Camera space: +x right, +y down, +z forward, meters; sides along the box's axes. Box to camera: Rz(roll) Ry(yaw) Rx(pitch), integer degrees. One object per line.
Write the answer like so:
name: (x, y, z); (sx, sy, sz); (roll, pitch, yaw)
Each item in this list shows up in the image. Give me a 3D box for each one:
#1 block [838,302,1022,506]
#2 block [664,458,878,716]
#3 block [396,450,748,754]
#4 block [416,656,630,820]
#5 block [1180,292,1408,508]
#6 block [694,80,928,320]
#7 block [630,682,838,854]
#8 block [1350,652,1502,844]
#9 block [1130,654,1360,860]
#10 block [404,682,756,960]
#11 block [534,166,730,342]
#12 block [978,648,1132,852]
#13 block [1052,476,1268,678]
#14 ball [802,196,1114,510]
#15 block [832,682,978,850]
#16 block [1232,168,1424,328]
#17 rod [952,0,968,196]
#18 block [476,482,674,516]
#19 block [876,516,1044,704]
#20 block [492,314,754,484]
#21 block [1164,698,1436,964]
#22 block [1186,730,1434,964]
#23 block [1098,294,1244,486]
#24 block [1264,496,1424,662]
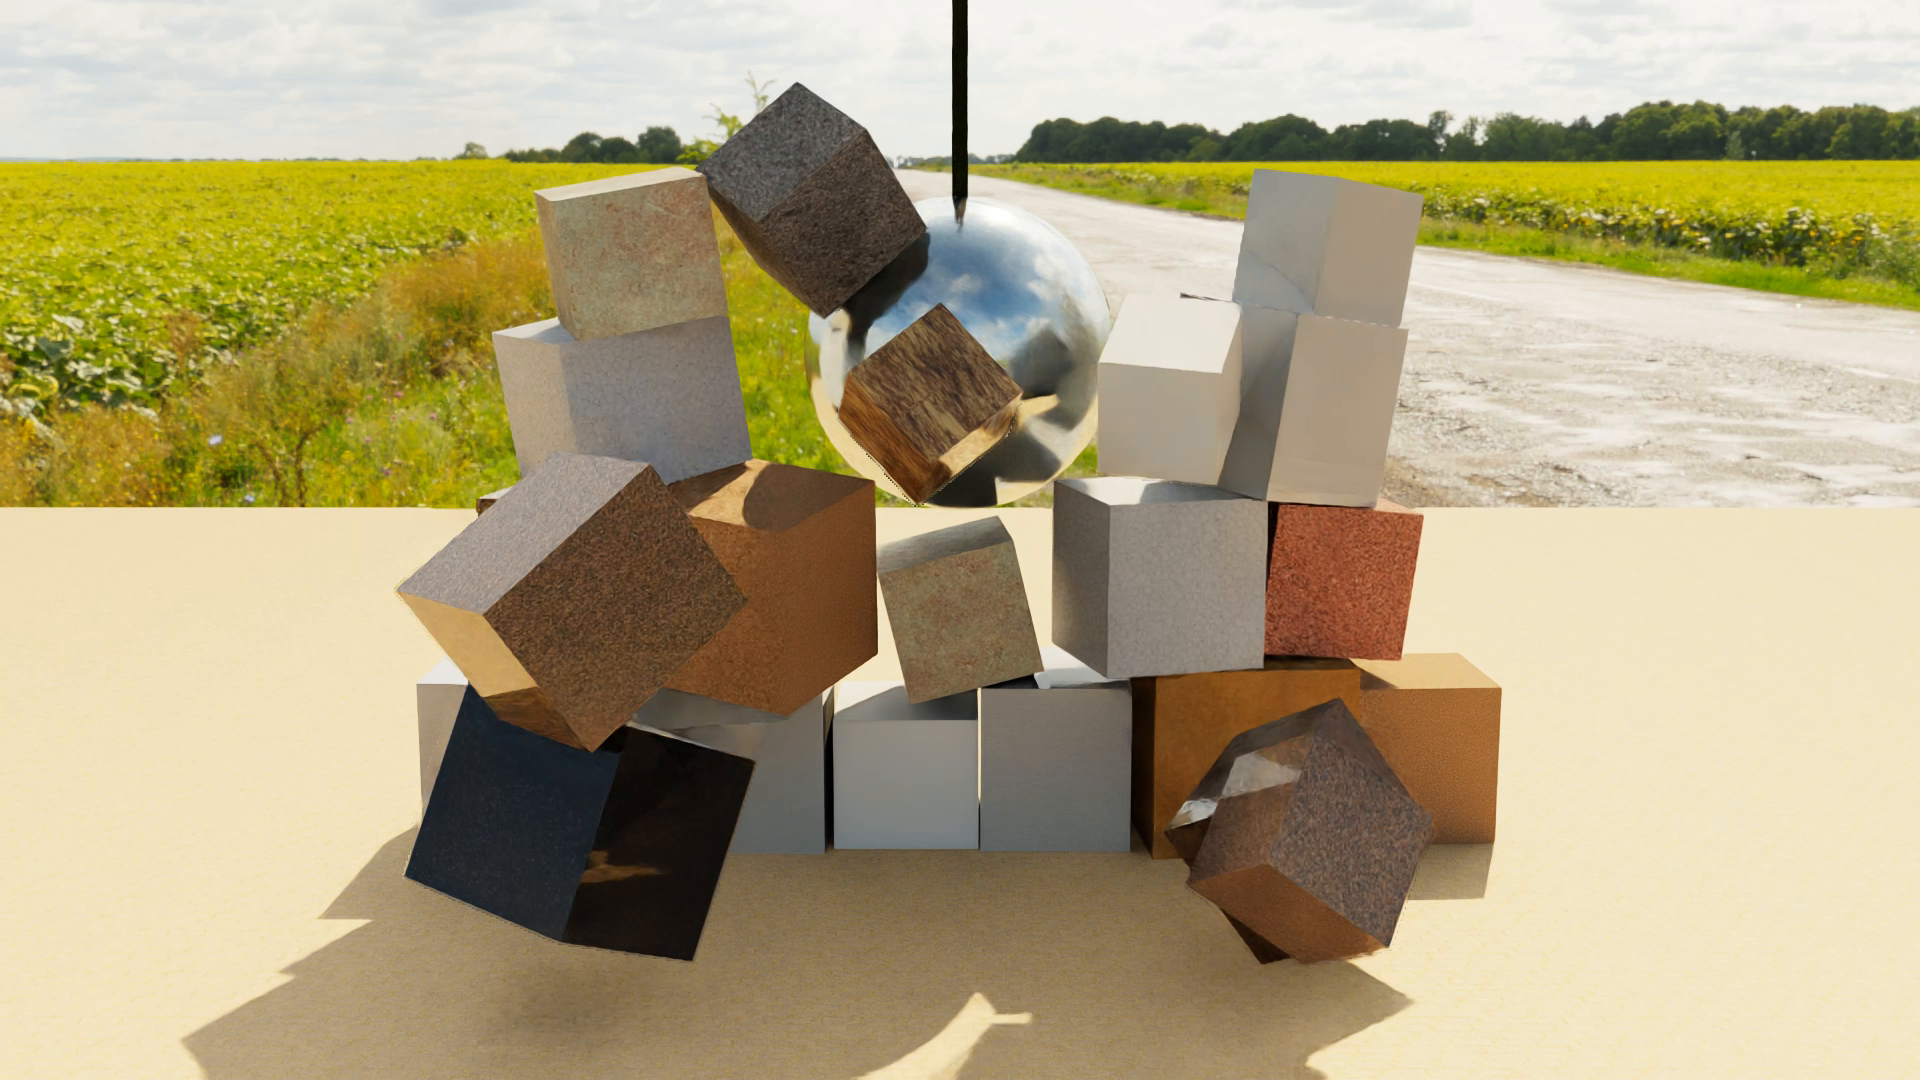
block: (-0.141, -0.611, 9.936); (0.549, 0.553, 0.524); (-39, -10, -18)
block: (-0.975, 0.199, 10.660); (0.834, 0.916, 0.828); (11, 23, 27)
block: (-1.486, 0.215, 8.423); (0.843, 0.690, 0.816); (-45, 28, -23)
block: (-2.136, 1.039, 11.387); (1.034, 0.881, 1.110); (0, 10, 1)
block: (1.592, -0.700, 11.006); (0.795, 0.901, 0.825); (2, 10, -39)
block: (-0.719, -1.635, 10.577); (0.674, 0.690, 0.650); (-42, 46, -7)
block: (-1.138, 1.022, 11.314); (0.954, 0.941, 0.881); (0, 10, 2)
block: (2.307, 1.072, 11.404); (0.751, 0.811, 0.758); (-1, 10, -4)
block: (1.418, 1.019, 11.314); (1.017, 0.947, 0.987); (-1, 10, -5)
block: (-1.550, 1.141, 9.027); (0.905, 0.858, 0.816); (13, -7, 34)
block: (-1.574, -1.378, 10.494); (0.717, 0.654, 0.681); (-13, 16, -15)
block: (0.476, 1.065, 11.372); (0.748, 0.836, 0.906); (0, 10, 0)
block: (0.982, 0.161, 10.997); (0.819, 0.848, 0.816); (-3, 11, -17)
ball: (0.000, -0.950, 11.227); (1.600, 1.600, 1.600); (0, 10, 0)
block: (-0.269, 1.151, 11.371); (0.723, 0.667, 0.803); (0, 10, 0)
block: (1.821, -1.447, 10.896); (0.659, 0.661, 0.545); (2, 11, -40)
rod: (0.000, -4.271, 10.499); (0.080, 5.200, 0.080); (0, 12, 0)
block: (-1.787, 0.127, 11.155); (0.852, 0.880, 0.879); (0, 13, 24)
block: (-0.024, 0.342, 11.230); (0.688, 0.679, 0.814); (-14, 10, -2)
block: (-1.664, -0.708, 10.838); (0.898, 0.781, 0.796); (-18, 18, -31)
block: (1.463, 1.252, 9.446); (0.627, 0.742, 0.717); (-27, 13, 46)
block: (1.362, 1.203, 8.553); (0.615, 0.595, 0.529); (35, -30, -15)
block: (0.986, -0.710, 10.252); (0.554, 0.587, 0.680); (7, 35, 13)
block: (1.797, 0.147, 11.248); (0.789, 0.755, 0.706); (4, 10, -17)
